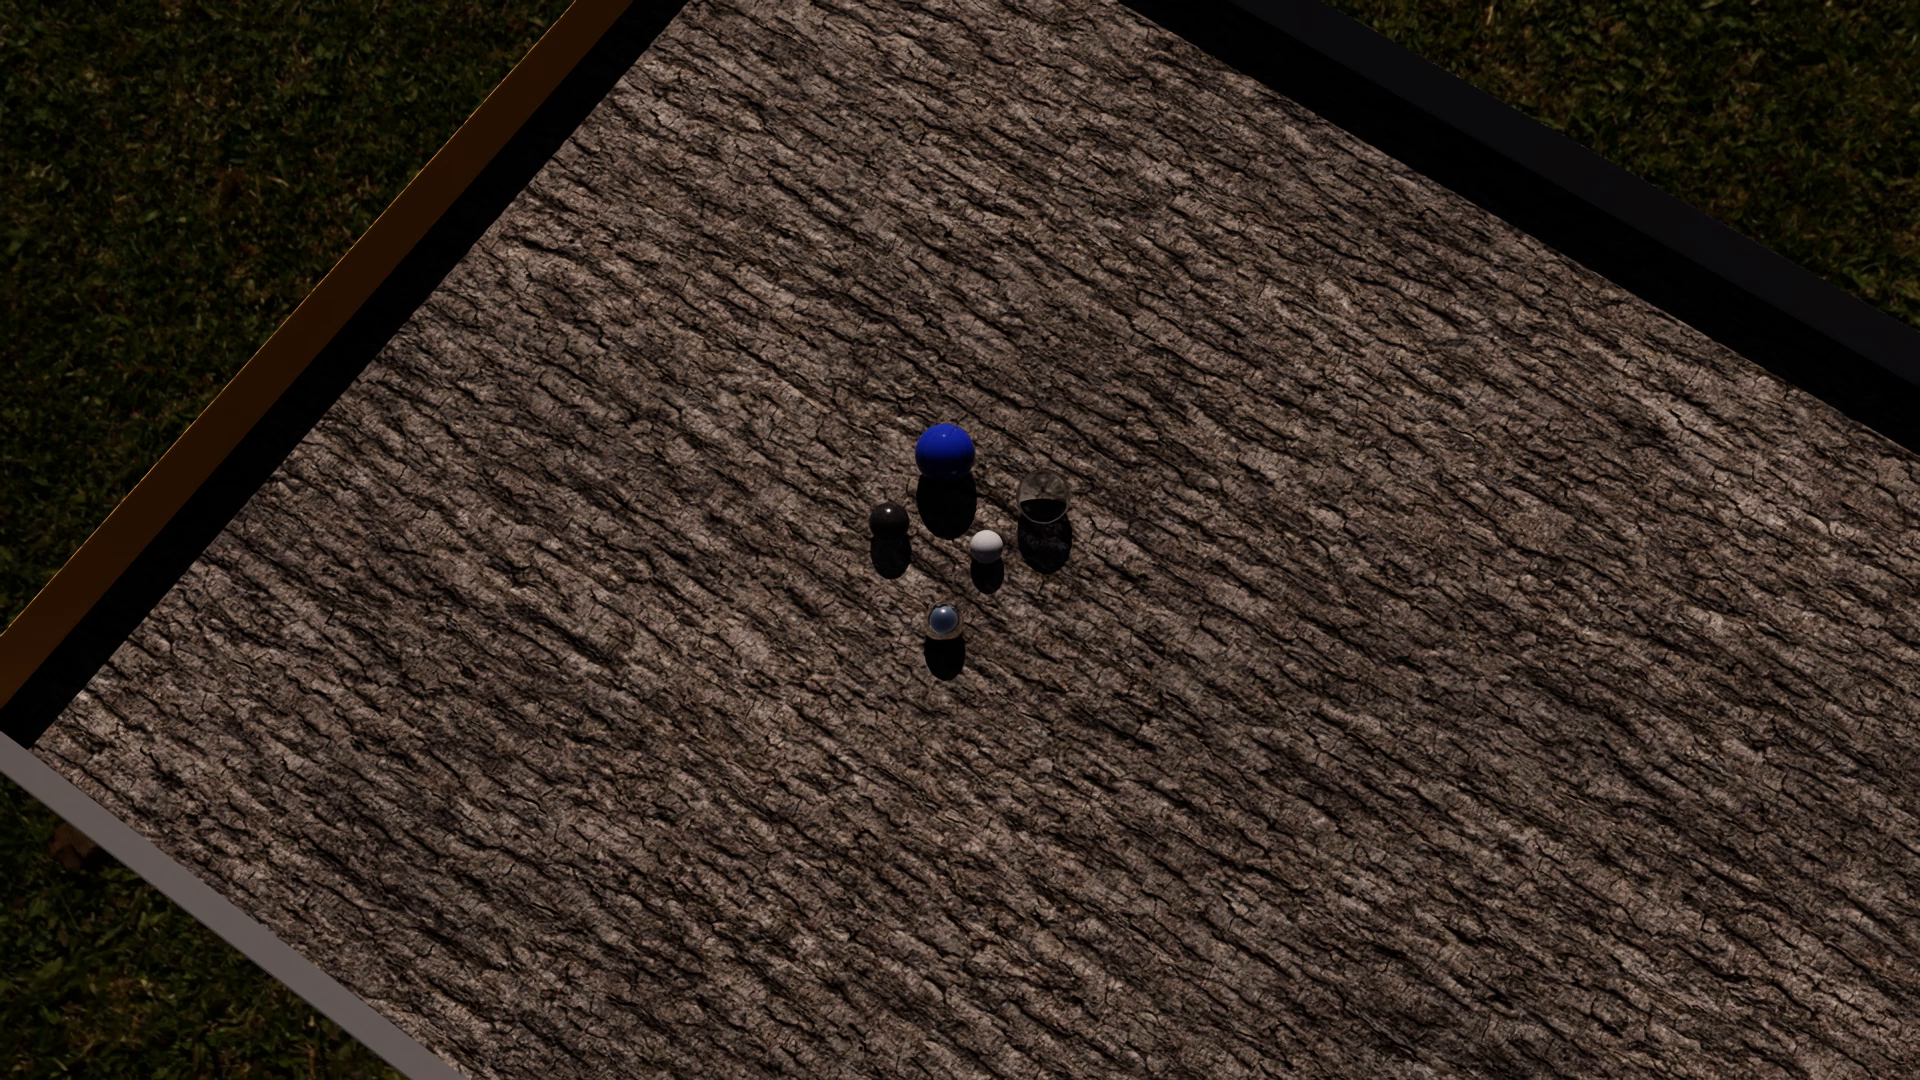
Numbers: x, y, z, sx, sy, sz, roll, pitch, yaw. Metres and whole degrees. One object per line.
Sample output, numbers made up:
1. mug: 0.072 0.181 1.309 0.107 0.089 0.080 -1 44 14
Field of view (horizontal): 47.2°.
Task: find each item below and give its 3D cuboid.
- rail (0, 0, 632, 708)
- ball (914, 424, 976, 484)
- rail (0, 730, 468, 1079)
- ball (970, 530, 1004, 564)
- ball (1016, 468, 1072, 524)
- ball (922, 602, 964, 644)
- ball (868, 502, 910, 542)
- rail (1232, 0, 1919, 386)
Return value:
1. rail: -0.874 -0.570 3.684 0.045 0.127 2.279 33 72 12
2. ball: -0.024 -0.138 3.527 0.098 0.098 0.098 0 68 0
3. rail: 0.259 1.414 2.885 4.344 0.127 0.045 33 72 12
4. ball: 0.042 0.011 3.491 0.054 0.054 0.054 0 68 0
5. ball: 0.133 -0.070 3.505 0.088 0.088 0.088 0 68 0
6. ball: -0.026 0.129 3.437 0.065 0.065 0.065 0 68 0
7. ball: -0.113 -0.028 3.501 0.065 0.065 0.065 0 68 0
8. rail: 1.528 -0.289 3.571 4.344 0.127 0.045 33 72 12
